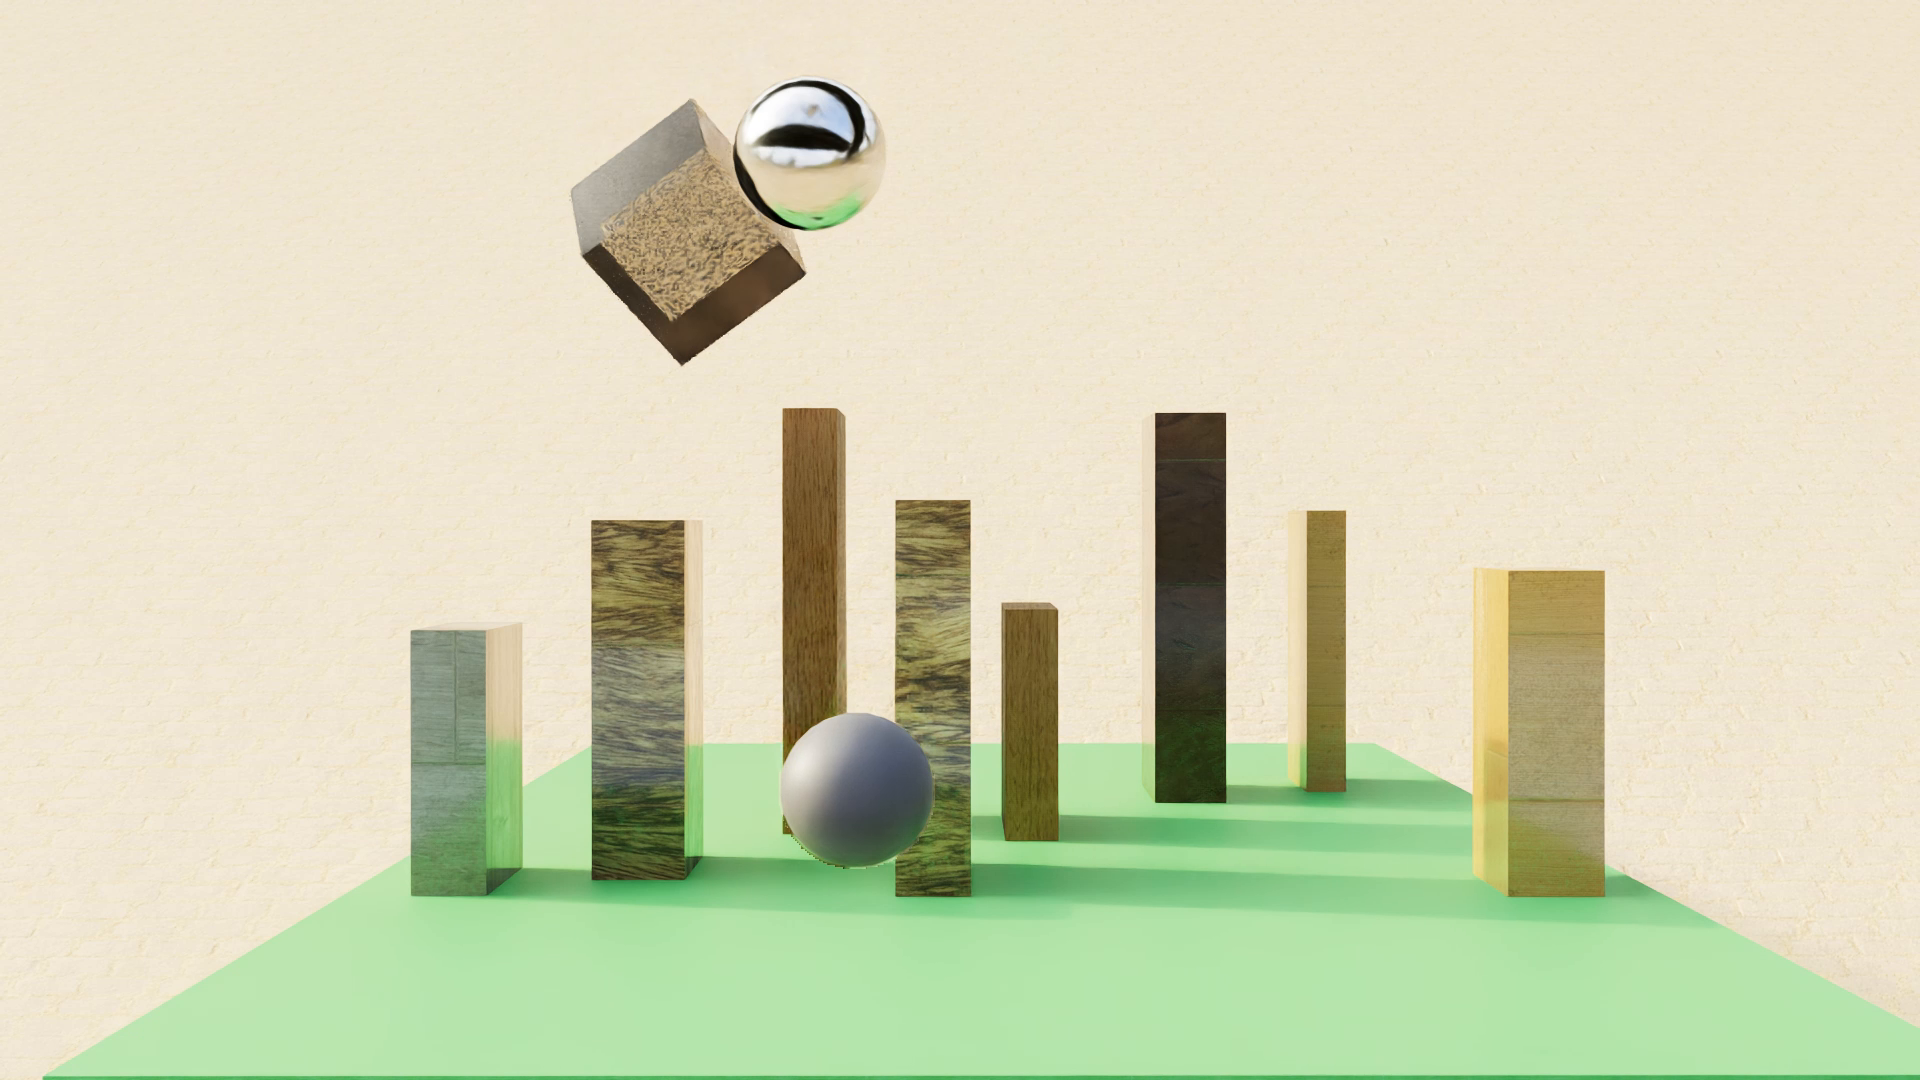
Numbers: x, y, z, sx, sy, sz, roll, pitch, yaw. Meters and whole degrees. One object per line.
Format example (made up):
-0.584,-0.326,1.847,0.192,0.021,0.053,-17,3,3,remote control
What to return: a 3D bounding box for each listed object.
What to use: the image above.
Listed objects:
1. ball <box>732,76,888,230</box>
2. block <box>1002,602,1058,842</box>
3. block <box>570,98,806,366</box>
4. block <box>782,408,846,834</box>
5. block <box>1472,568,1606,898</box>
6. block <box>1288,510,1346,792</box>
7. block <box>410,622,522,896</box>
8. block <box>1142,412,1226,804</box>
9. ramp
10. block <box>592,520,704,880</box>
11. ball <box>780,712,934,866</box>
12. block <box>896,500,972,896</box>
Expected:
-0.140,-0.361,2.417,0.144,0.144,0.144,0,29,0,ball
0.127,0.327,4.787,0.094,0.410,0.426,0,0,0,block
-0.266,-0.301,2.522,0.153,0.153,0.153,-35,33,10,block
-0.272,0.146,4.862,0.099,0.771,0.368,0,0,0,block
0.897,0.290,4.018,0.146,0.491,0.264,0,0,0,block
0.767,0.232,5.567,0.083,0.590,0.308,0,0,0,block
-0.772,0.336,4.066,0.114,0.401,0.329,0,0,0,block
0.464,0.135,5.388,0.144,0.786,0.374,0,0,0,block
0.065,0.583,4.630,2.000,0.100,4.000,0,0,0,ramp
-0.508,0.251,4.226,0.147,0.568,0.300,0,0,0,block
-0.110,0.265,2.752,0.163,0.163,0.163,0,29,0,ball
-0.041,0.237,4.087,0.114,0.598,0.394,0,0,0,block
